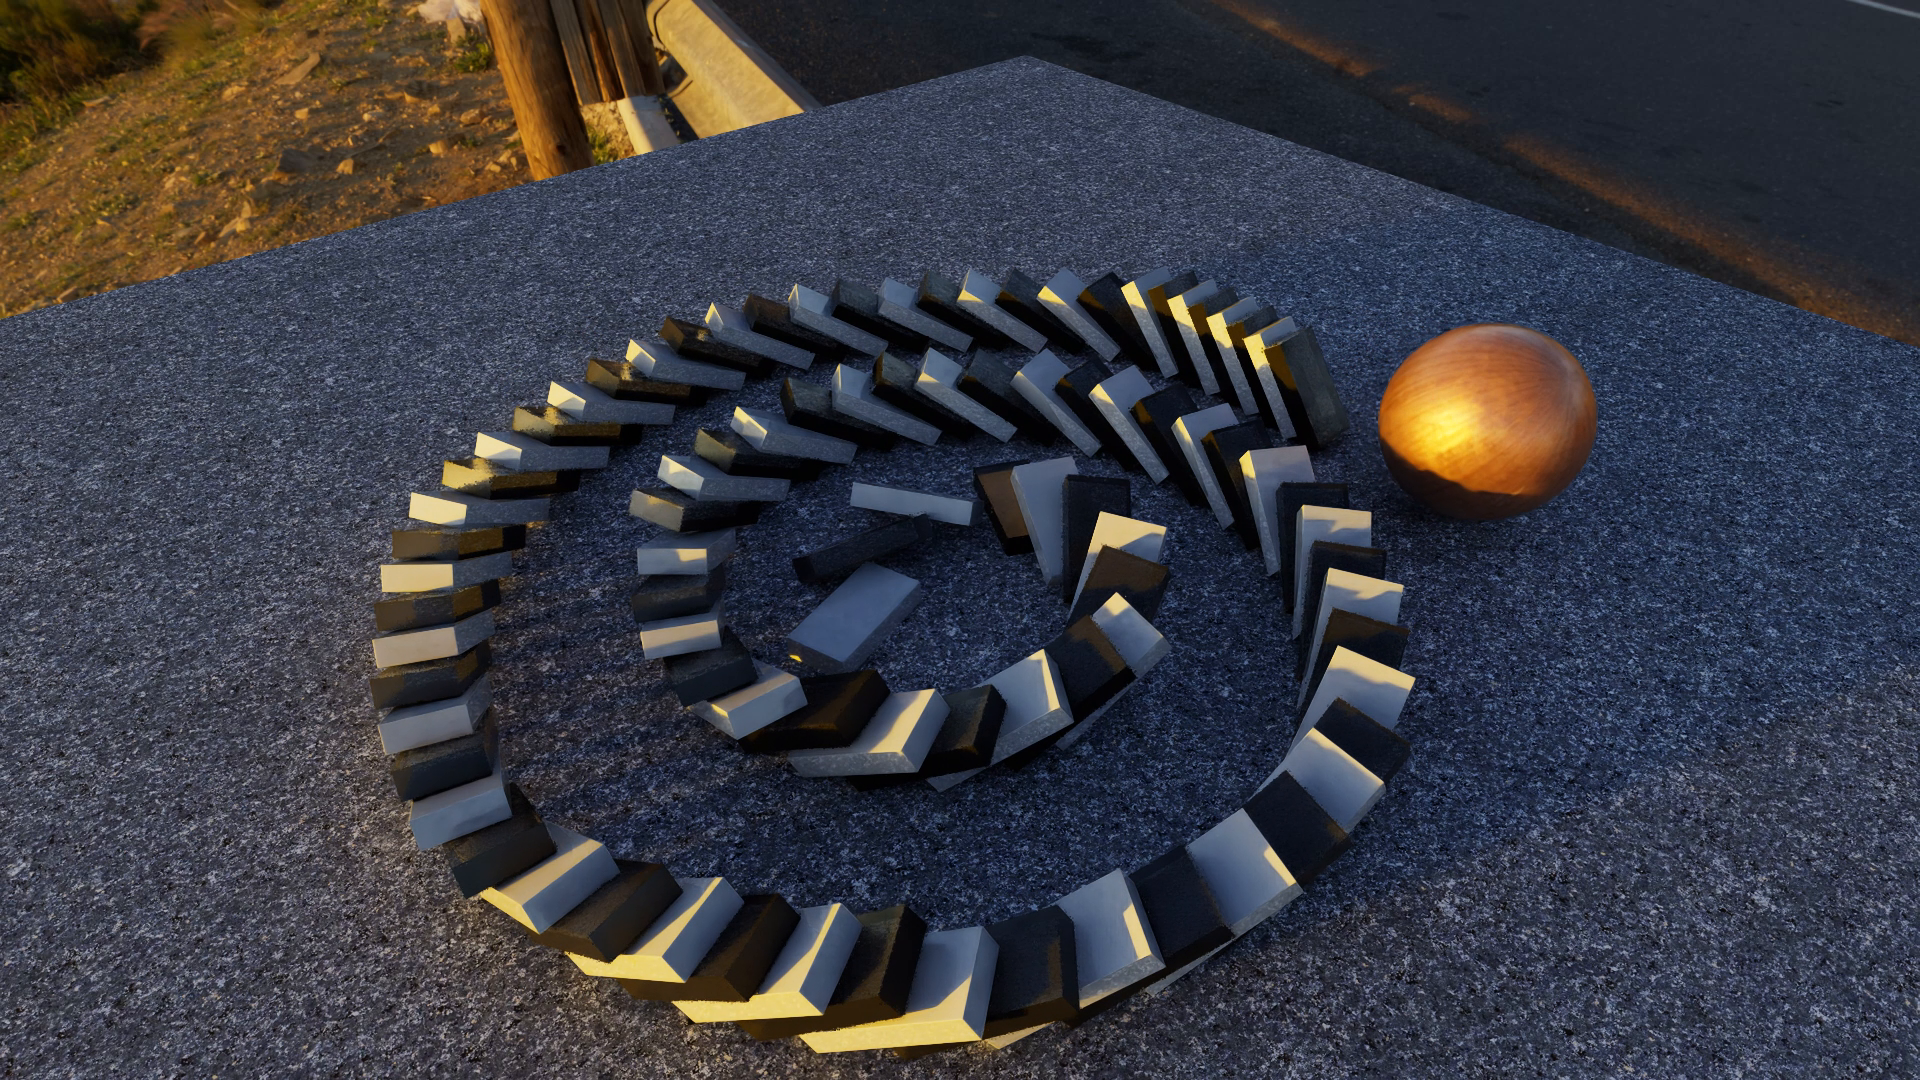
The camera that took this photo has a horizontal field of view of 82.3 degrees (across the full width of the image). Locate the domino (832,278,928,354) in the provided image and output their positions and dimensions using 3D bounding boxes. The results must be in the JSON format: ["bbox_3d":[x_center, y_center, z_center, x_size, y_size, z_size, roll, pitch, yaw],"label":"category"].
[{"bbox_3d":[-0.041,-0.115,0.566,0.050,0.010,0.025,21,34,-21],"label":"domino"}]

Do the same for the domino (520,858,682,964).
[{"bbox_3d":[-0.099,0.100,0.300,0.050,0.009,0.025,-14,22,47],"label":"domino"}]

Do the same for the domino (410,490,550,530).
[{"bbox_3d":[-0.191,-0.013,0.439,0.025,0.009,0.050,12,8,14],"label":"domino"}]

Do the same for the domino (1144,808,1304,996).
[{"bbox_3d":[0.066,0.099,0.303,0.050,0.010,0.025,-36,47,3],"label":"domino"}]

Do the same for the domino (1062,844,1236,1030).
[{"bbox_3d":[0.045,0.106,0.295,0.050,0.010,0.025,-32,42,7],"label":"domino"}]

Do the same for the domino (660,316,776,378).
[{"bbox_3d":[-0.118,-0.094,0.538,0.050,0.009,0.025,10,24,-40],"label":"domino"}]

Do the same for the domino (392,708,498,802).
[{"bbox_3d":[-0.159,0.066,0.343,0.025,0.009,0.050,-16,10,-19],"label":"domino"}]

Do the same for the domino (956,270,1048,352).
[{"bbox_3d":[0.023,-0.119,0.569,0.050,0.010,0.025,28,37,-13],"label":"domino"}]

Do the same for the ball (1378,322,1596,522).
[{"bbox_3d":[0.212,-0.047,0.446,0.080,0.080,0.080,0,39,0],"label":"ball"}]

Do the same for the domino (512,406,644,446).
[{"bbox_3d":[-0.168,-0.050,0.487,0.025,0.009,0.050,23,16,25],"label":"domino"}]

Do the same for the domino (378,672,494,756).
[{"bbox_3d":[-0.168,0.055,0.356,0.025,0.009,0.050,-13,8,-15],"label":"domino"}]

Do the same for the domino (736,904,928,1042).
[{"bbox_3d":[-0.033,0.112,0.284,0.050,0.010,0.025,-24,29,31],"label":"domino"}]

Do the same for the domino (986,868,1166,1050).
[{"bbox_3d":[0.026,0.110,0.290,0.050,0.009,0.025,-31,40,11],"label":"domino"}]

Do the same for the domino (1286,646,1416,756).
[{"bbox_3d":[0.121,0.062,0.348,0.025,0.010,0.050,24,77,24],"label":"domino"}]

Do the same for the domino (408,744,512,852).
[{"bbox_3d":[-0.150,0.076,0.331,0.025,0.010,0.050,-19,12,-21],"label":"domino"}]

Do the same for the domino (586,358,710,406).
[{"bbox_3d":[-0.146,-0.073,0.515,0.025,0.010,0.050,33,22,34],"label":"domino"}]

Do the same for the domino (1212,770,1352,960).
[{"bbox_3d":[0.083,0.092,0.312,0.050,0.009,0.025,-40,50,0],"label":"domino"}]

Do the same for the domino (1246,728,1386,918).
[{"bbox_3d":[0.098,0.083,0.323,0.050,0.010,0.025,-46,54,-5],"label":"domino"}]

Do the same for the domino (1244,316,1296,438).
[{"bbox_3d":[0.151,-0.075,0.506,0.025,0.050,0.009,-31,11,-32],"label":"domino"}]

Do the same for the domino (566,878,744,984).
[{"bbox_3d":[-0.082,0.104,0.294,0.050,0.009,0.025,-17,24,42],"label":"domino"}]

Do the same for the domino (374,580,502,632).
[{"bbox_3d":[-0.185,0.023,0.394,0.025,0.010,0.050,-7,5,-5],"label":"domino"}]

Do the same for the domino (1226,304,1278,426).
[{"bbox_3d":[0.145,-0.081,0.514,0.025,0.050,0.009,-31,11,-32],"label":"domino"}]

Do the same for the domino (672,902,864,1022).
[{"bbox_3d":[-0.050,0.110,0.286,0.050,0.010,0.025,-21,27,36],"label":"domino"}]

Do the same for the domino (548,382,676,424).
[{"bbox_3d":[-0.158,-0.062,0.501,0.025,0.009,0.050,28,18,30],"label":"domino"}]

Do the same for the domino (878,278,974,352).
[{"bbox_3d":[-0.018,-0.116,0.569,0.050,0.010,0.025,21,36,-18],"label":"domino"}]

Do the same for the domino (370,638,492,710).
[{"bbox_3d":[-0.176,0.044,0.369,0.025,0.009,0.050,-9,7,-11],"label":"domino"}]

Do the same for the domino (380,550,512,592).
[{"bbox_3d":[-0.189,0.011,0.408,0.025,0.009,0.050,-1,5,0],"label":"domino"}]

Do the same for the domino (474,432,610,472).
[{"bbox_3d":[-0.178,-0.038,0.472,0.025,0.009,0.050,20,14,23],"label":"domino"}]

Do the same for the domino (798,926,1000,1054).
[{"bbox_3d":[-0.016,0.116,0.283,0.050,0.009,0.025,-18,32,27],"label":"domino"}]

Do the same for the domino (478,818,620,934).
[{"bbox_3d":[-0.118,0.093,0.310,0.025,0.010,0.050,-36,19,-36],"label":"domino"}]

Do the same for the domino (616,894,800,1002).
[{"bbox_3d":[-0.067,0.108,0.290,0.050,0.010,0.025,-19,24,39],"label":"domino"}]

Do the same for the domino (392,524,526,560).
[{"bbox_3d":[-0.191,0.000,0.422,0.025,0.009,0.050,2,5,5],"label":"domino"}]

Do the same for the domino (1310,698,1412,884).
[{"bbox_3d":[0.110,0.075,0.333,0.025,0.010,0.050,36,81,36],"label":"domino"}]

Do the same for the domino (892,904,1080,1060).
[{"bbox_3d":[0.006,0.115,0.285,0.050,0.009,0.025,-24,35,19],"label":"domino"}]

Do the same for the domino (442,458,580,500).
[{"bbox_3d":[-0.185,-0.026,0.457,0.025,0.009,0.050,17,12,19],"label":"domino"}]

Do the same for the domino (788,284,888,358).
[{"bbox_3d":[-0.062,-0.112,0.561,0.050,0.010,0.025,19,33,-25],"label":"domino"}]

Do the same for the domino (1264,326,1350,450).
[{"bbox_3d":[0.157,-0.068,0.498,0.025,0.050,0.010,-31,11,-32],"label":"domino"}]

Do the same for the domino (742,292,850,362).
[{"bbox_3d":[-0.082,-0.107,0.554,0.050,0.010,0.025,15,28,-31],"label":"domino"}]

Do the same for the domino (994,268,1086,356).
[{"bbox_3d":[0.044,-0.118,0.569,0.050,0.010,0.025,32,41,-8],"label":"domino"}]

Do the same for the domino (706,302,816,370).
[{"bbox_3d":[-0.099,-0.101,0.548,0.050,0.009,0.025,13,29,-35],"label":"domino"}]

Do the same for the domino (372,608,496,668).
[{"bbox_3d":[-0.181,0.033,0.381,0.025,0.010,0.050,-9,5,-10],"label":"domino"}]

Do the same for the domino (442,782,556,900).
[{"bbox_3d":[-0.136,0.086,0.319,0.025,0.009,0.050,-25,15,-27],"label":"domino"}]

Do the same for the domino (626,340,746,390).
[{"bbox_3d":[-0.131,-0.084,0.528,0.050,0.009,0.025,1,29,-46],"label":"domino"}]

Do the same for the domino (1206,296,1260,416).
[{"bbox_3d":[0.137,-0.087,0.522,0.025,0.050,0.010,-31,11,-32],"label":"domino"}]

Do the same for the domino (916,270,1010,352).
[{"bbox_3d":[0.002,-0.118,0.569,0.050,0.010,0.025,25,35,-17],"label":"domino"}]
